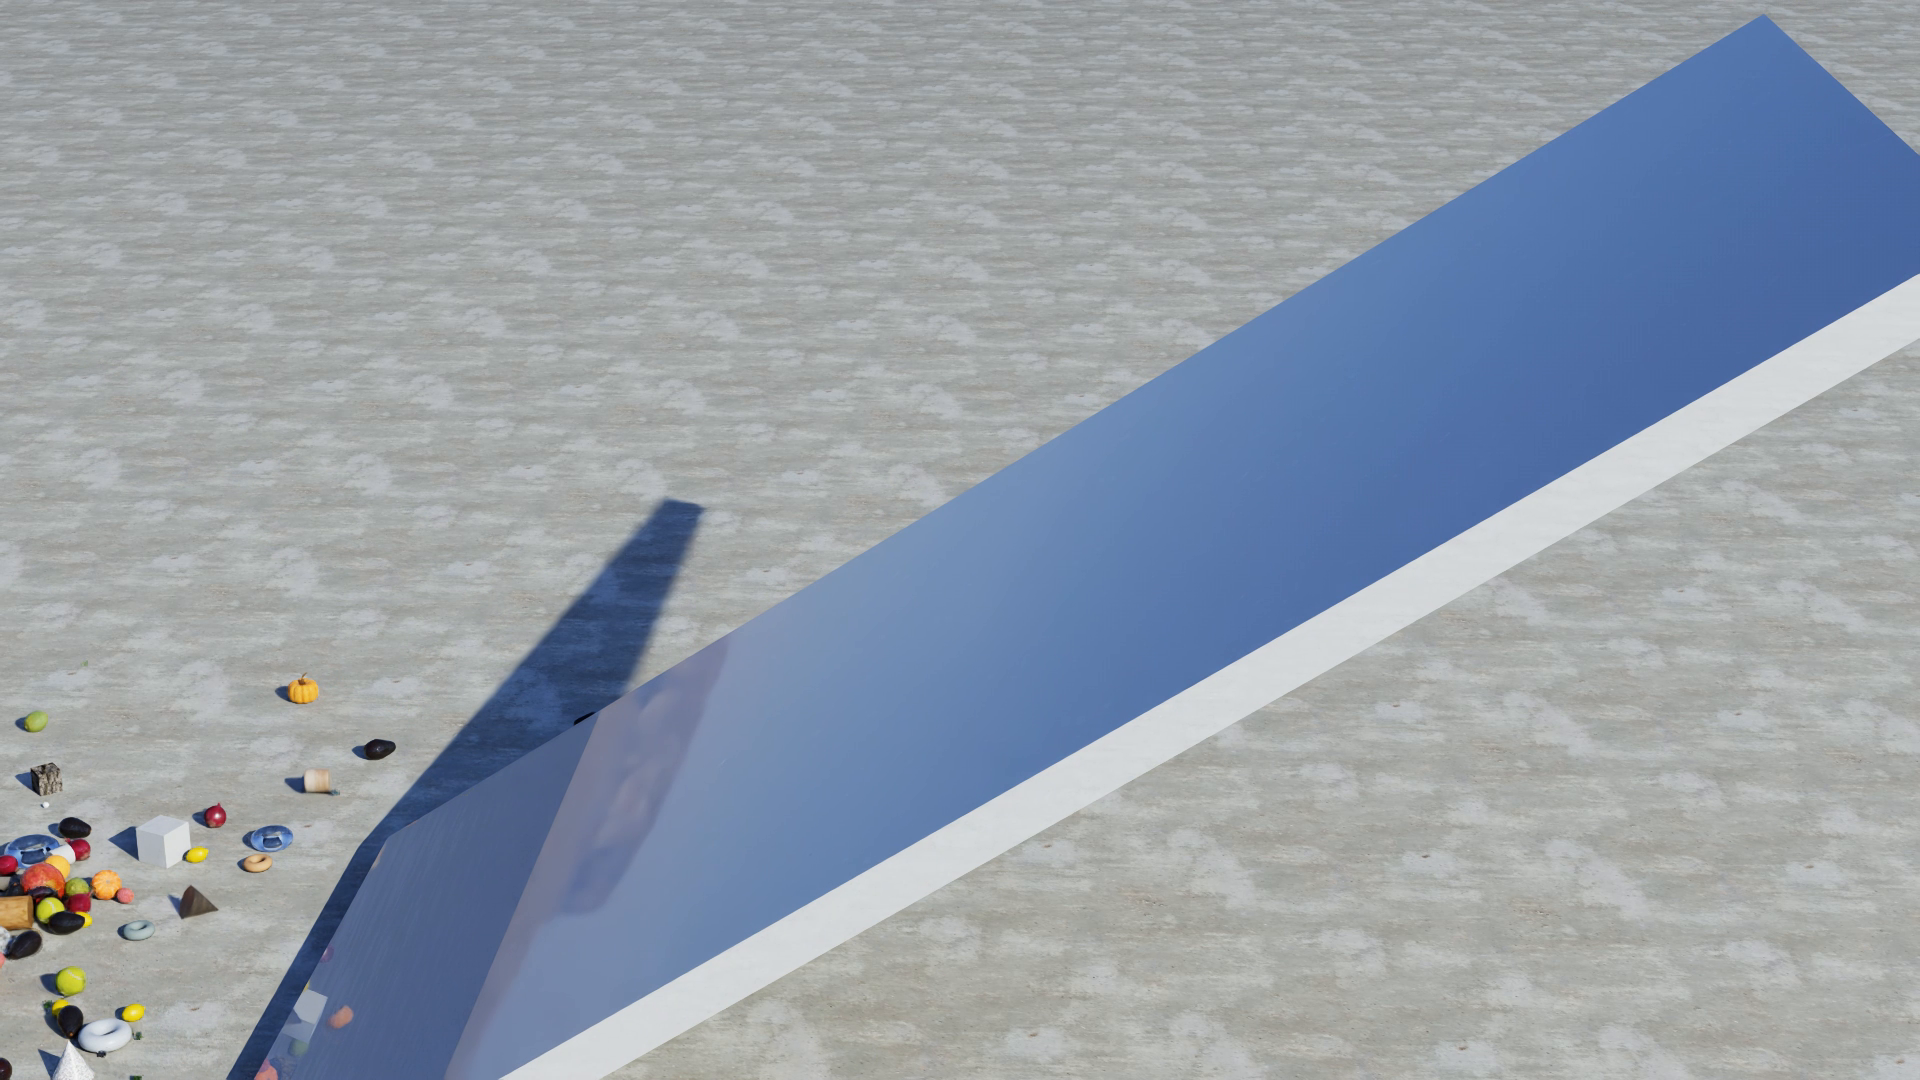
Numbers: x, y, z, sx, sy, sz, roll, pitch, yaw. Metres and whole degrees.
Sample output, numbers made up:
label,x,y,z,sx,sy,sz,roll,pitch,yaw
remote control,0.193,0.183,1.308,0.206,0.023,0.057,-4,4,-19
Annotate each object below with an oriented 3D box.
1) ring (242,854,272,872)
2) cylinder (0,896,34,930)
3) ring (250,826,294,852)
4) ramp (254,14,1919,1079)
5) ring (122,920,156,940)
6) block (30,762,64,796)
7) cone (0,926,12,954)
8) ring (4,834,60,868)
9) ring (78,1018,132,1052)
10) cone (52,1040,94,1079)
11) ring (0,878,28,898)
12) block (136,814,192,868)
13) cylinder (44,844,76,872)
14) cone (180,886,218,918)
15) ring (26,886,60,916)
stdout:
label,x,y,z,sx,sy,sz,roll,pitch,yaw
ring,-1.842,0.847,7.711,0.077,0.026,0.077,-1,21,0
cylinder,-2.377,0.937,7.384,0.084,0.084,0.084,-3,20,-7
ring,-1.833,0.795,7.836,0.113,0.038,0.113,0,21,0
ramp,0.139,0.171,6.295,4.000,0.100,2.000,-31,15,14
ring,-2.055,0.977,7.359,0.080,0.027,0.080,-1,19,0
block,-2.532,0.663,8.153,0.064,0.064,0.064,-14,24,-33
cone,-2.399,1.003,7.273,0.077,0.077,0.077,-24,17,11
ring,-2.444,0.821,7.751,0.143,0.048,0.143,0,22,0
ring,-1.993,1.155,6.855,0.122,0.041,0.122,0,19,0
cone,-2.026,1.182,6.701,0.096,0.096,0.096,0,20,0
ring,-2.454,0.905,7.525,0.139,0.046,0.139,1,19,0
block,-2.099,0.795,7.752,0.095,0.095,0.095,10,22,25
cylinder,-2.358,0.832,7.708,0.055,0.055,0.055,15,25,36
cone,-1.922,0.930,7.468,0.086,0.086,0.086,20,9,-30
ring,-2.324,0.915,7.447,0.087,0.087,0.029,-5,30,-13
